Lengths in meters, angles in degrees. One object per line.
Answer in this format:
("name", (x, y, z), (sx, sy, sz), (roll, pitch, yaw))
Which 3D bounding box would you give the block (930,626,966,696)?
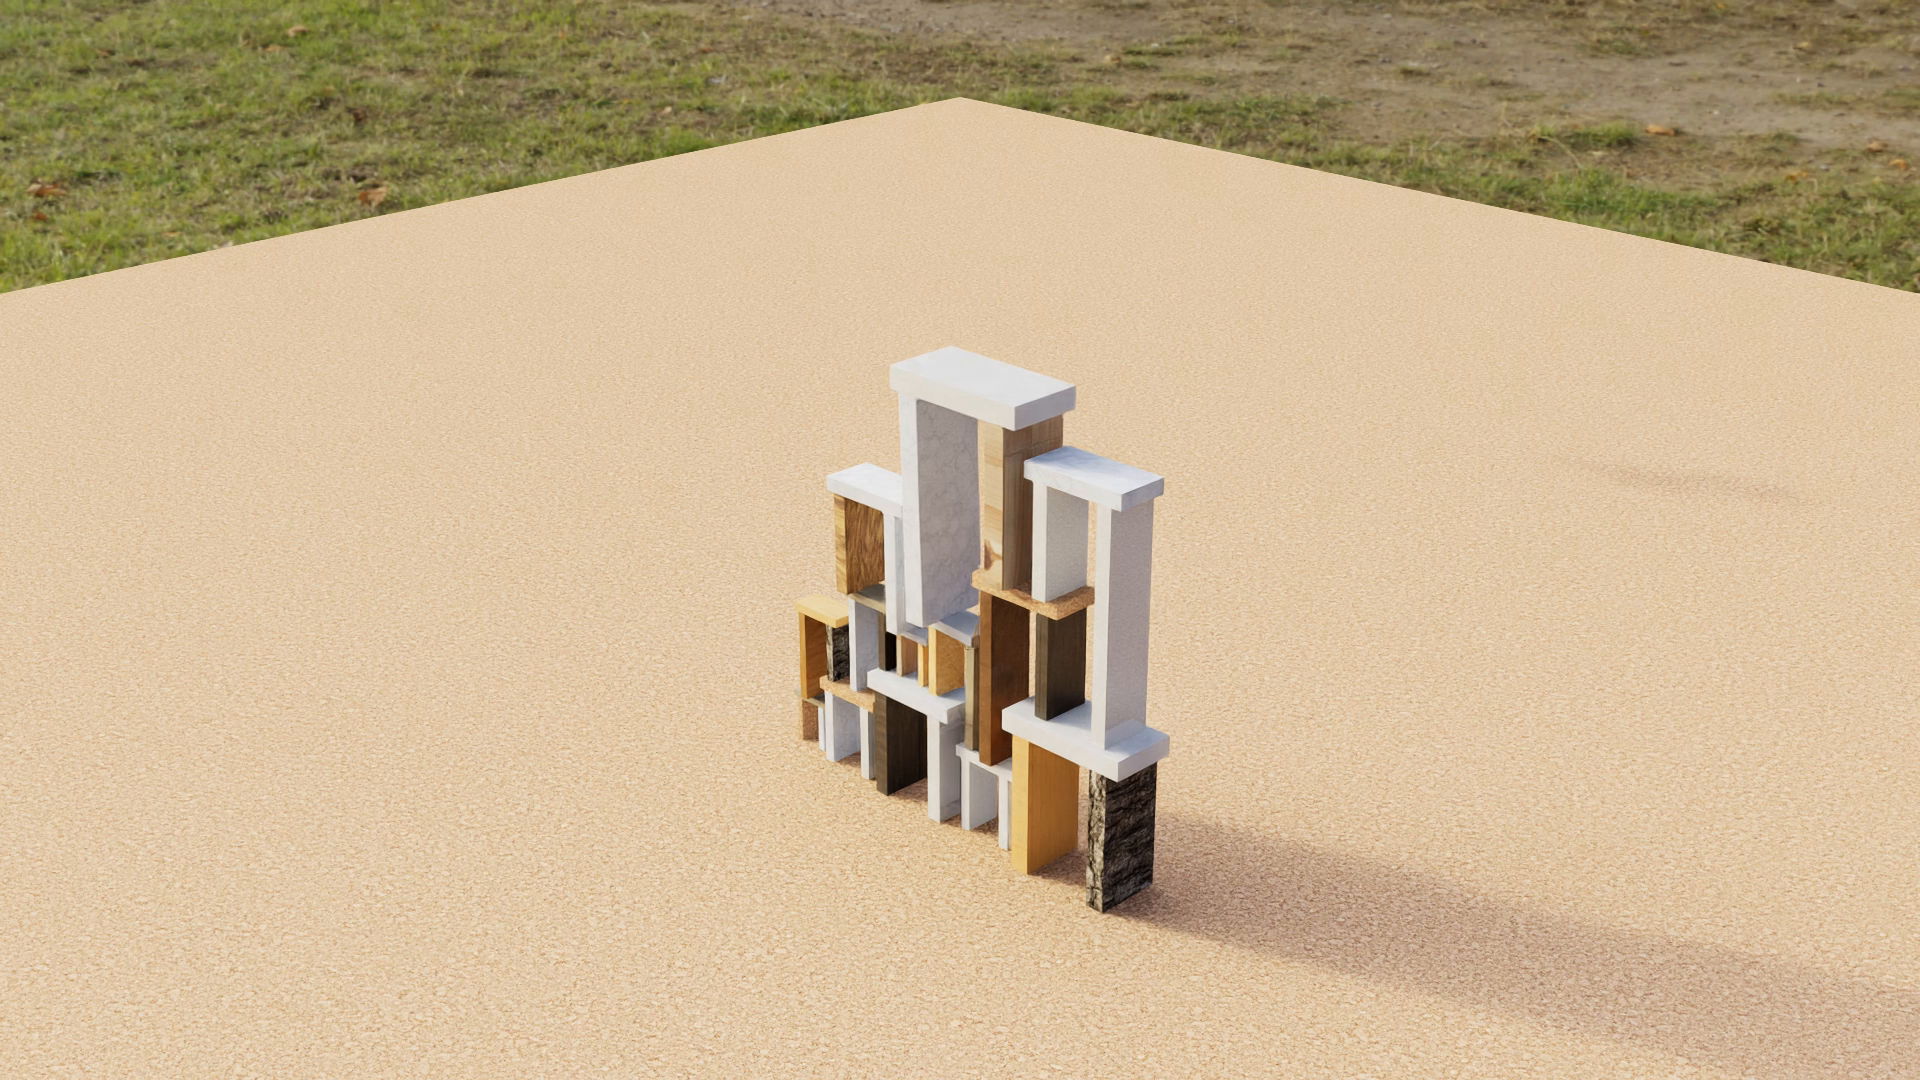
("block", (-0.025, 0.230, 4.354), (0.075, 0.149, 0.021), (-16, 28, -34))

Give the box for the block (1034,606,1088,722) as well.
("block", (0.189, 0.221, 4.114), (0.108, 0.215, 0.030), (-21, 31, -41))

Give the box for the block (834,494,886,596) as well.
("block", (-0.202, -0.006, 4.444), (0.030, 0.214, 0.107), (21, 31, 41))

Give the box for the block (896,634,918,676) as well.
("block", (-0.106, 0.225, 4.436), (0.047, 0.094, 0.013), (-21, 31, -40))

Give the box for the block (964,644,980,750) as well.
("block", (0.045, 0.295, 4.307), (0.075, 0.233, 0.021), (-22, 32, -40))

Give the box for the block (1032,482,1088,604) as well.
("block", (0.184, -0.012, 4.014), (0.033, 0.230, 0.115), (21, 31, 40))

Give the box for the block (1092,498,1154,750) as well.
("block", (0.292, 0.144, 3.962), (0.033, 0.476, 0.115), (21, 31, 41))

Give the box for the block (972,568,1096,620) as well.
("block", (0.138, 0.088, 4.113), (0.215, 0.030, 0.108), (21, 31, 40))

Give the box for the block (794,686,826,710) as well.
("block", (-0.302, 0.333, 4.700), (0.050, 0.014, 0.101), (-21, 31, -41))

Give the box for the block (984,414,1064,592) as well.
("block", (0.118, -0.082, 4.062), (0.046, 0.323, 0.162), (21, 31, 40))

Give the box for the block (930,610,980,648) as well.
("block", (0.005, 0.166, 4.284), (0.075, 0.021, 0.149), (-17, 27, -35))

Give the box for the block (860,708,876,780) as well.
("block", (-0.169, 0.411, 4.583), (0.023, 0.163, 0.081), (21, 31, 41))

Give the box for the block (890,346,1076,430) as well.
("block", (0.040, -0.283, 4.060), (0.162, 0.046, 0.323), (-22, 31, -40))

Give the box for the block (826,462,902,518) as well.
("block", (-0.152, -0.100, 4.350), (0.107, 0.030, 0.214), (-21, 31, -41))

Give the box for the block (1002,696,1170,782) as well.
("block", (0.234, 0.360, 4.116), (0.291, 0.041, 0.145), (21, 31, 41))

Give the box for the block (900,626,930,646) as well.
("block", (-0.084, 0.185, 4.395), (0.047, 0.013, 0.094), (-21, 30, -40))

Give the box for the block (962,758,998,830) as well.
("block", (0.039, 0.494, 4.394), (0.079, 0.157, 0.022), (-21, 31, -40))

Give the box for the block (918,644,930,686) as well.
("block", (-0.062, 0.242, 4.396), (0.047, 0.094, 0.013), (-21, 31, -41))

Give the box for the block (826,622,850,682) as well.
("block", (-0.248, 0.226, 4.587), (0.018, 0.129, 0.064), (21, 31, 41))

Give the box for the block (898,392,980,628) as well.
("block", (-0.036, -0.074, 4.225), (0.162, 0.467, 0.046), (-22, 30, -40))

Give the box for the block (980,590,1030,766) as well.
("block", (0.086, 0.252, 4.237), (0.030, 0.367, 0.108), (21, 31, 40))

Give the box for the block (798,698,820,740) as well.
("block", (-0.325, 0.377, 4.744), (0.014, 0.101, 0.050), (21, 31, 41))

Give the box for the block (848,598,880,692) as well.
("block", (-0.197, 0.207, 4.529), (0.066, 0.208, 0.019), (-21, 31, -41))

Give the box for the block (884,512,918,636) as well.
("block", (-0.099, 0.052, 4.361), (0.107, 0.257, 0.030), (-22, 31, -40))

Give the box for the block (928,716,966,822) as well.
("block", (-0.012, 0.442, 4.424), (0.115, 0.230, 0.033), (-21, 31, -40))

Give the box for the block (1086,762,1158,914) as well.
("block", (0.303, 0.539, 4.117), (0.041, 0.291, 0.145), (21, 31, 41))

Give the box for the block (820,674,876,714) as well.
("block", (-0.207, 0.310, 4.582), (0.081, 0.023, 0.163), (-21, 31, -41))

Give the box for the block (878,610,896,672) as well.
("block", (-0.134, 0.195, 4.458), (0.066, 0.131, 0.019), (-21, 31, -40))

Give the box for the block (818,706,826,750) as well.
("block", (-0.278, 0.395, 4.700), (0.014, 0.101, 0.050), (21, 31, 41))

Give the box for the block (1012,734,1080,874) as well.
("block", (0.166, 0.486, 4.244), (0.041, 0.291, 0.145), (21, 31, 41))

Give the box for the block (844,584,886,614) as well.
("block", (-0.166, 0.115, 4.456), (0.131, 0.019, 0.066), (21, 31, 41))

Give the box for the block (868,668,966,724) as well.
("block", (-0.065, 0.299, 4.423), (0.115, 0.033, 0.230), (-21, 31, -40))

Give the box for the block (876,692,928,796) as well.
("block", (-0.120, 0.399, 4.524), (0.115, 0.230, 0.033), (-21, 31, -40))

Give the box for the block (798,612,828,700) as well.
("block", (-0.309, 0.235, 4.656), (0.064, 0.200, 0.018), (-21, 31, -41))

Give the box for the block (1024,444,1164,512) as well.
("block", (0.237, -0.111, 3.913), (0.230, 0.033, 0.115), (21, 31, 40))

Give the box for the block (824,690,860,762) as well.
("block", (-0.246, 0.381, 4.654), (0.023, 0.163, 0.081), (21, 31, 41))

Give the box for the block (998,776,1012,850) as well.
("block", (0.112, 0.524, 4.324), (0.022, 0.157, 0.079), (21, 31, 41))

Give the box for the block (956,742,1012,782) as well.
("block", (0.075, 0.426, 4.324), (0.079, 0.022, 0.157), (-21, 31, -40))

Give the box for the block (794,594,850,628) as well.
("block", (-0.278, 0.147, 4.586), (0.129, 0.018, 0.064), (21, 31, 41))
